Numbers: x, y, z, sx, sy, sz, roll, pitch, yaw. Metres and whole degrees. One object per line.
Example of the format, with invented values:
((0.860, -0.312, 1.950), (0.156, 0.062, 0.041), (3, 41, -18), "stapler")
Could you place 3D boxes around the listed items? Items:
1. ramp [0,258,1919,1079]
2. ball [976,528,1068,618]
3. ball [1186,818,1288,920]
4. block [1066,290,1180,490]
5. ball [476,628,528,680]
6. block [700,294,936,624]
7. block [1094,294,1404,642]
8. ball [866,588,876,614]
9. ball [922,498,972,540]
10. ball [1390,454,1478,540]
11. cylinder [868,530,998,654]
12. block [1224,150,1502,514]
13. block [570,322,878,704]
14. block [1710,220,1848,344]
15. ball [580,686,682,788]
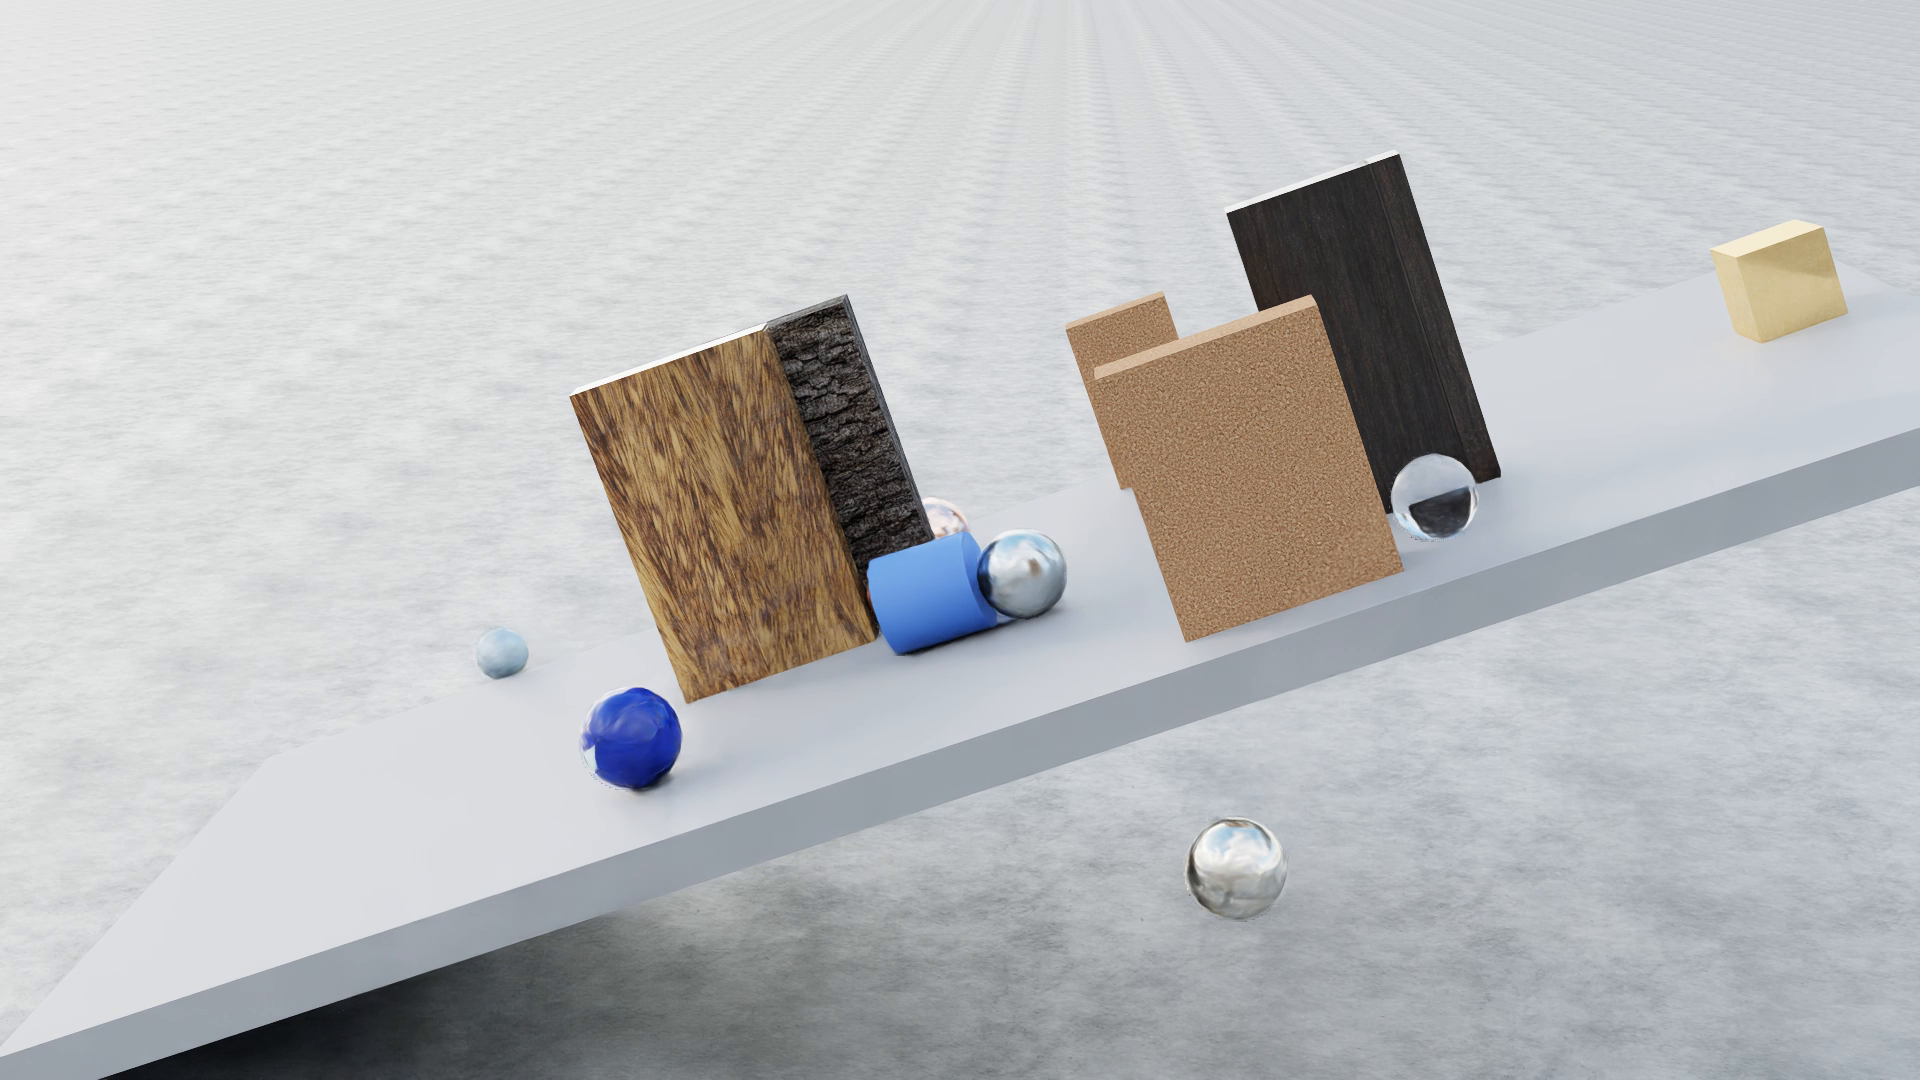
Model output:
((0.110, 0.179, 6.302), (4.000, 0.100, 2.000), (-19, 11, 6), "ramp")
((0.128, 0.069, 6.052), (0.186, 0.186, 0.186), (0, 12, 0), "ball")
((0.470, 0.559, 5.008), (0.172, 0.172, 0.172), (0, 12, 0), "ball")
((0.433, -0.357, 7.006), (0.245, 0.408, 0.099), (-19, 11, 6), "block")
((-1.160, 0.289, 7.448), (0.133, 0.133, 0.133), (0, 12, 0), "ball")
((-0.299, -0.151, 6.515), (0.346, 0.700, 0.147), (-19, 11, 6), "block")
((0.533, -0.132, 5.442), (0.423, 0.521, 0.138), (-19, 11, 6), "block")
((-0.143, 0.120, 6.425), (0.121, 0.121, 0.121), (0, 12, 0), "ball")
((-0.066, -0.003, 6.734), (0.187, 0.187, 0.187), (0, 12, 0), "ball")
((0.890, -0.080, 5.515), (0.162, 0.162, 0.162), (0, 12, 0), "ball")
((-0.056, 0.110, 6.116), (0.208, 0.208, 0.208), (-17, 9, 13), "cylinder")
((0.800, -0.393, 5.842), (0.353, 0.675, 0.096), (-19, 11, 6), "block")
((-0.506, -0.056, 6.365), (0.439, 0.718, 0.105), (-19, 11, 6), "block")
((1.737, -0.550, 6.244), (0.192, 0.192, 0.192), (-19, 11, 2), "block")
((-0.649, 0.390, 5.806), (0.201, 0.201, 0.201), (0, 12, 0), "ball")
